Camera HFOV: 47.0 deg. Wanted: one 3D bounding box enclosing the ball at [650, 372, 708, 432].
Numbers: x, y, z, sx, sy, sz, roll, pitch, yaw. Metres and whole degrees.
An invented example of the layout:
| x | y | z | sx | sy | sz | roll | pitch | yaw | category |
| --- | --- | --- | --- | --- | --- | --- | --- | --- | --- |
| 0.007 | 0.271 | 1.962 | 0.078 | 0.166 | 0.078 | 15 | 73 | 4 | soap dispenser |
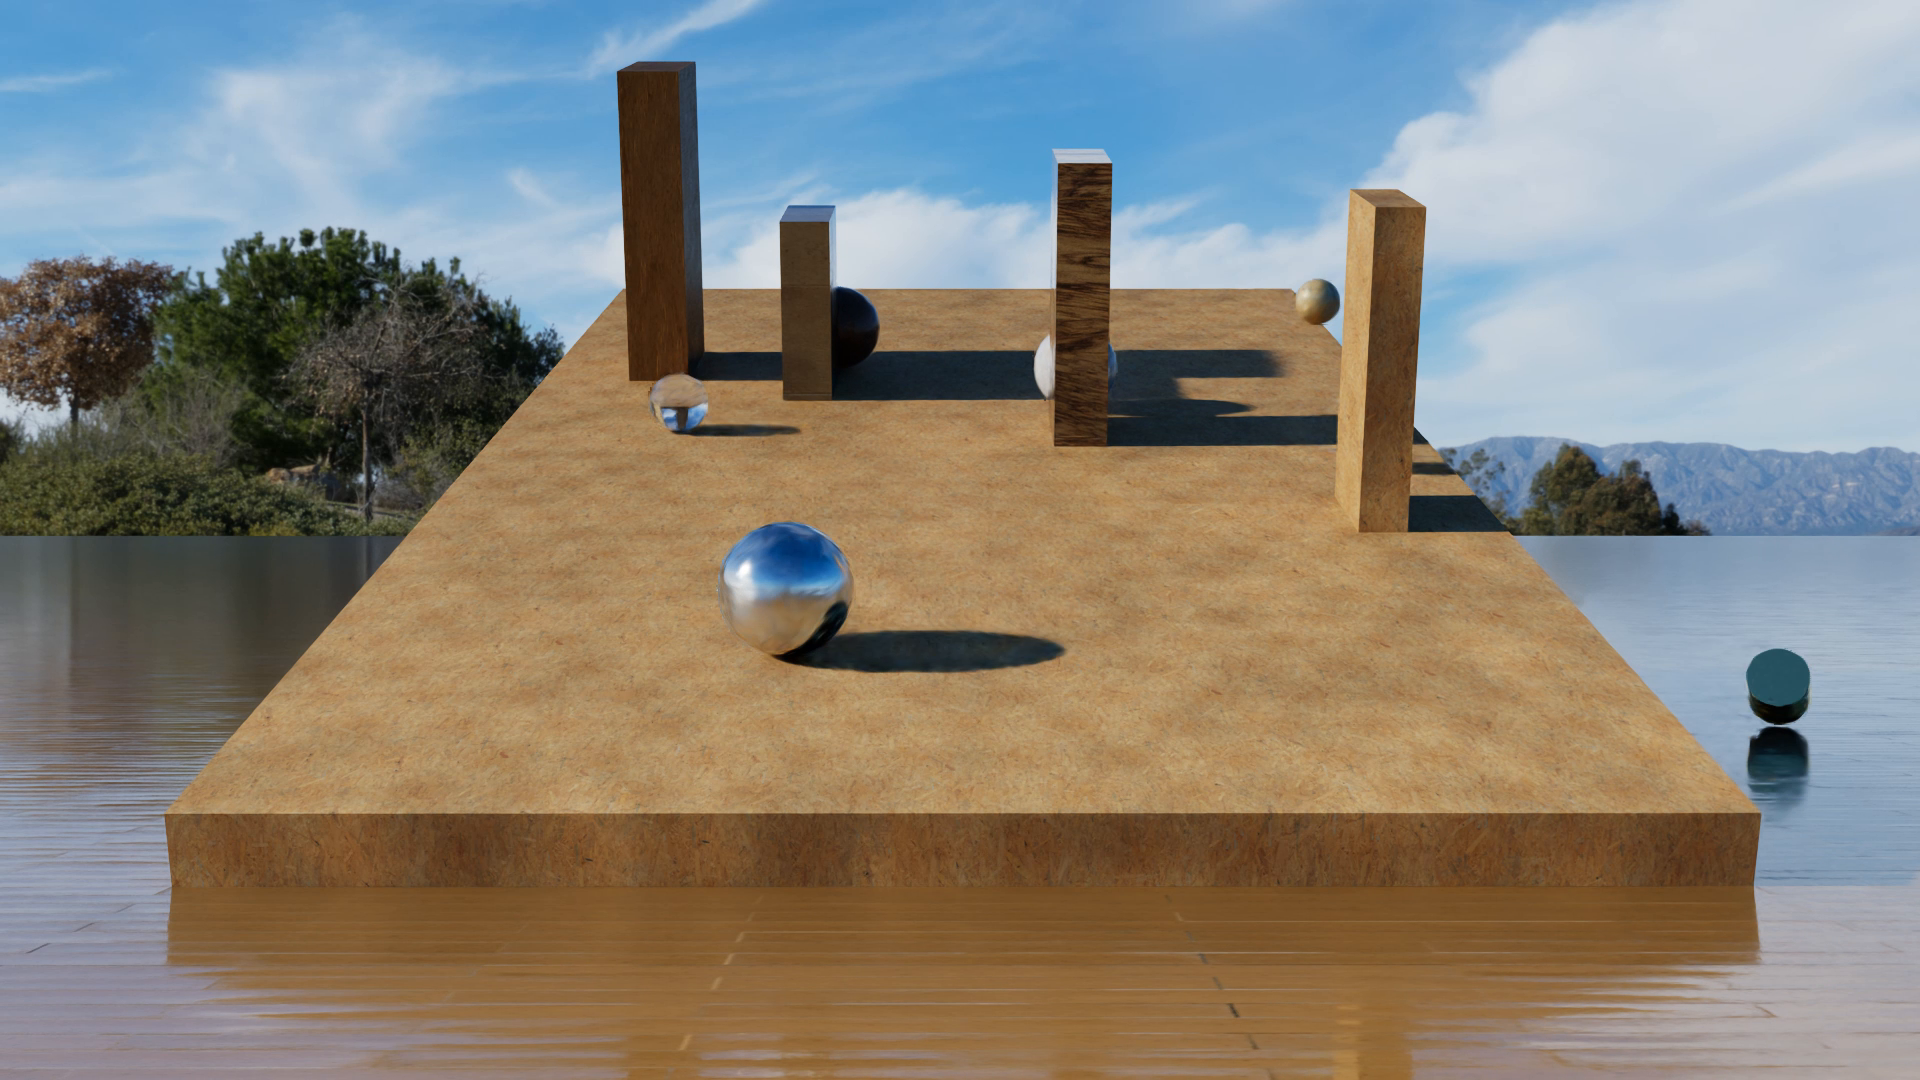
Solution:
| x | y | z | sx | sy | sz | roll | pitch | yaw | category |
| --- | --- | --- | --- | --- | --- | --- | --- | --- | --- |
| -0.608 | -0.298 | 4.775 | 0.127 | 0.127 | 0.127 | 0 | 0 | 0 | ball |

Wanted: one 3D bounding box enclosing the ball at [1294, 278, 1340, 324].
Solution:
| x | y | z | sx | sy | sz | roll | pitch | yaw | category |
| --- | --- | --- | --- | --- | --- | --- | --- | --- | --- |
| 0.978 | -0.652 | 6.031 | 0.124 | 0.124 | 0.124 | 0 | 0 | 0 | ball |

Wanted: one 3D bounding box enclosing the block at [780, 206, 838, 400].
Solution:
| x | y | z | sx | sy | sz | roll | pitch | yaw | category |
| --- | --- | --- | --- | --- | --- | --- | --- | --- | --- |
| -0.352 | -0.560 | 5.172 | 0.113 | 0.413 | 0.290 | 0 | 16 | 0 | block |

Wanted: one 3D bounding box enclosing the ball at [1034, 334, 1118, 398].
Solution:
| x | y | z | sx | sy | sz | roll | pitch | yaw | category |
| --- | --- | --- | --- | --- | --- | --- | --- | --- | --- |
| 0.261 | -0.391 | 4.990 | 0.190 | 0.190 | 0.190 | 0 | 0 | 0 | ball |

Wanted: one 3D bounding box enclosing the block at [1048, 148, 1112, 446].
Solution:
| x | y | z | sx | sy | sz | roll | pitch | yaw | category |
| --- | --- | --- | --- | --- | --- | --- | --- | --- | --- |
| 0.254 | -0.521 | 4.709 | 0.111 | 0.594 | 0.280 | 0 | 16 | 0 | block |

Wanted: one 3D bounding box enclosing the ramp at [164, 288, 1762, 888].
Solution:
| x | y | z | sx | sy | sz | roll | pitch | yaw | category |
| --- | --- | --- | --- | --- | --- | --- | --- | --- | --- |
| -0.002 | -0.157 | 4.698 | 2.000 | 0.100 | 4.000 | 0 | 16 | 0 | ramp |

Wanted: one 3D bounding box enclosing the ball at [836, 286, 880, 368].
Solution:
| x | y | z | sx | sy | sz | roll | pitch | yaw | category |
| --- | --- | --- | --- | --- | --- | --- | --- | --- | --- |
| -0.296 | -0.524 | 5.437 | 0.200 | 0.200 | 0.200 | 0 | 0 | 0 | ball |

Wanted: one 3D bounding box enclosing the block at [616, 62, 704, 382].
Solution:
| x | y | z | sx | sy | sz | roll | pitch | yaw | category |
| --- | --- | --- | --- | --- | --- | --- | --- | --- | --- |
| -0.724 | -0.782 | 5.374 | 0.142 | 0.730 | 0.357 | 0 | 16 | 0 | block |

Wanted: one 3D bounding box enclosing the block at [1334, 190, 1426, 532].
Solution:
| x | y | z | sx | sy | sz | roll | pitch | yaw | category |
| --- | --- | --- | --- | --- | --- | --- | --- | --- | --- |
| 0.770 | -0.333 | 4.057 | 0.089 | 0.590 | 0.260 | 0 | 16 | 0 | block |

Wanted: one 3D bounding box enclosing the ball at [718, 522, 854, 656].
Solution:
| x | y | z | sx | sy | sz | roll | pitch | yaw | category |
| --- | --- | --- | --- | --- | --- | --- | --- | --- | --- |
| -0.262 | 0.074 | 3.332 | 0.204 | 0.204 | 0.204 | 0 | 0 | 0 | ball |
